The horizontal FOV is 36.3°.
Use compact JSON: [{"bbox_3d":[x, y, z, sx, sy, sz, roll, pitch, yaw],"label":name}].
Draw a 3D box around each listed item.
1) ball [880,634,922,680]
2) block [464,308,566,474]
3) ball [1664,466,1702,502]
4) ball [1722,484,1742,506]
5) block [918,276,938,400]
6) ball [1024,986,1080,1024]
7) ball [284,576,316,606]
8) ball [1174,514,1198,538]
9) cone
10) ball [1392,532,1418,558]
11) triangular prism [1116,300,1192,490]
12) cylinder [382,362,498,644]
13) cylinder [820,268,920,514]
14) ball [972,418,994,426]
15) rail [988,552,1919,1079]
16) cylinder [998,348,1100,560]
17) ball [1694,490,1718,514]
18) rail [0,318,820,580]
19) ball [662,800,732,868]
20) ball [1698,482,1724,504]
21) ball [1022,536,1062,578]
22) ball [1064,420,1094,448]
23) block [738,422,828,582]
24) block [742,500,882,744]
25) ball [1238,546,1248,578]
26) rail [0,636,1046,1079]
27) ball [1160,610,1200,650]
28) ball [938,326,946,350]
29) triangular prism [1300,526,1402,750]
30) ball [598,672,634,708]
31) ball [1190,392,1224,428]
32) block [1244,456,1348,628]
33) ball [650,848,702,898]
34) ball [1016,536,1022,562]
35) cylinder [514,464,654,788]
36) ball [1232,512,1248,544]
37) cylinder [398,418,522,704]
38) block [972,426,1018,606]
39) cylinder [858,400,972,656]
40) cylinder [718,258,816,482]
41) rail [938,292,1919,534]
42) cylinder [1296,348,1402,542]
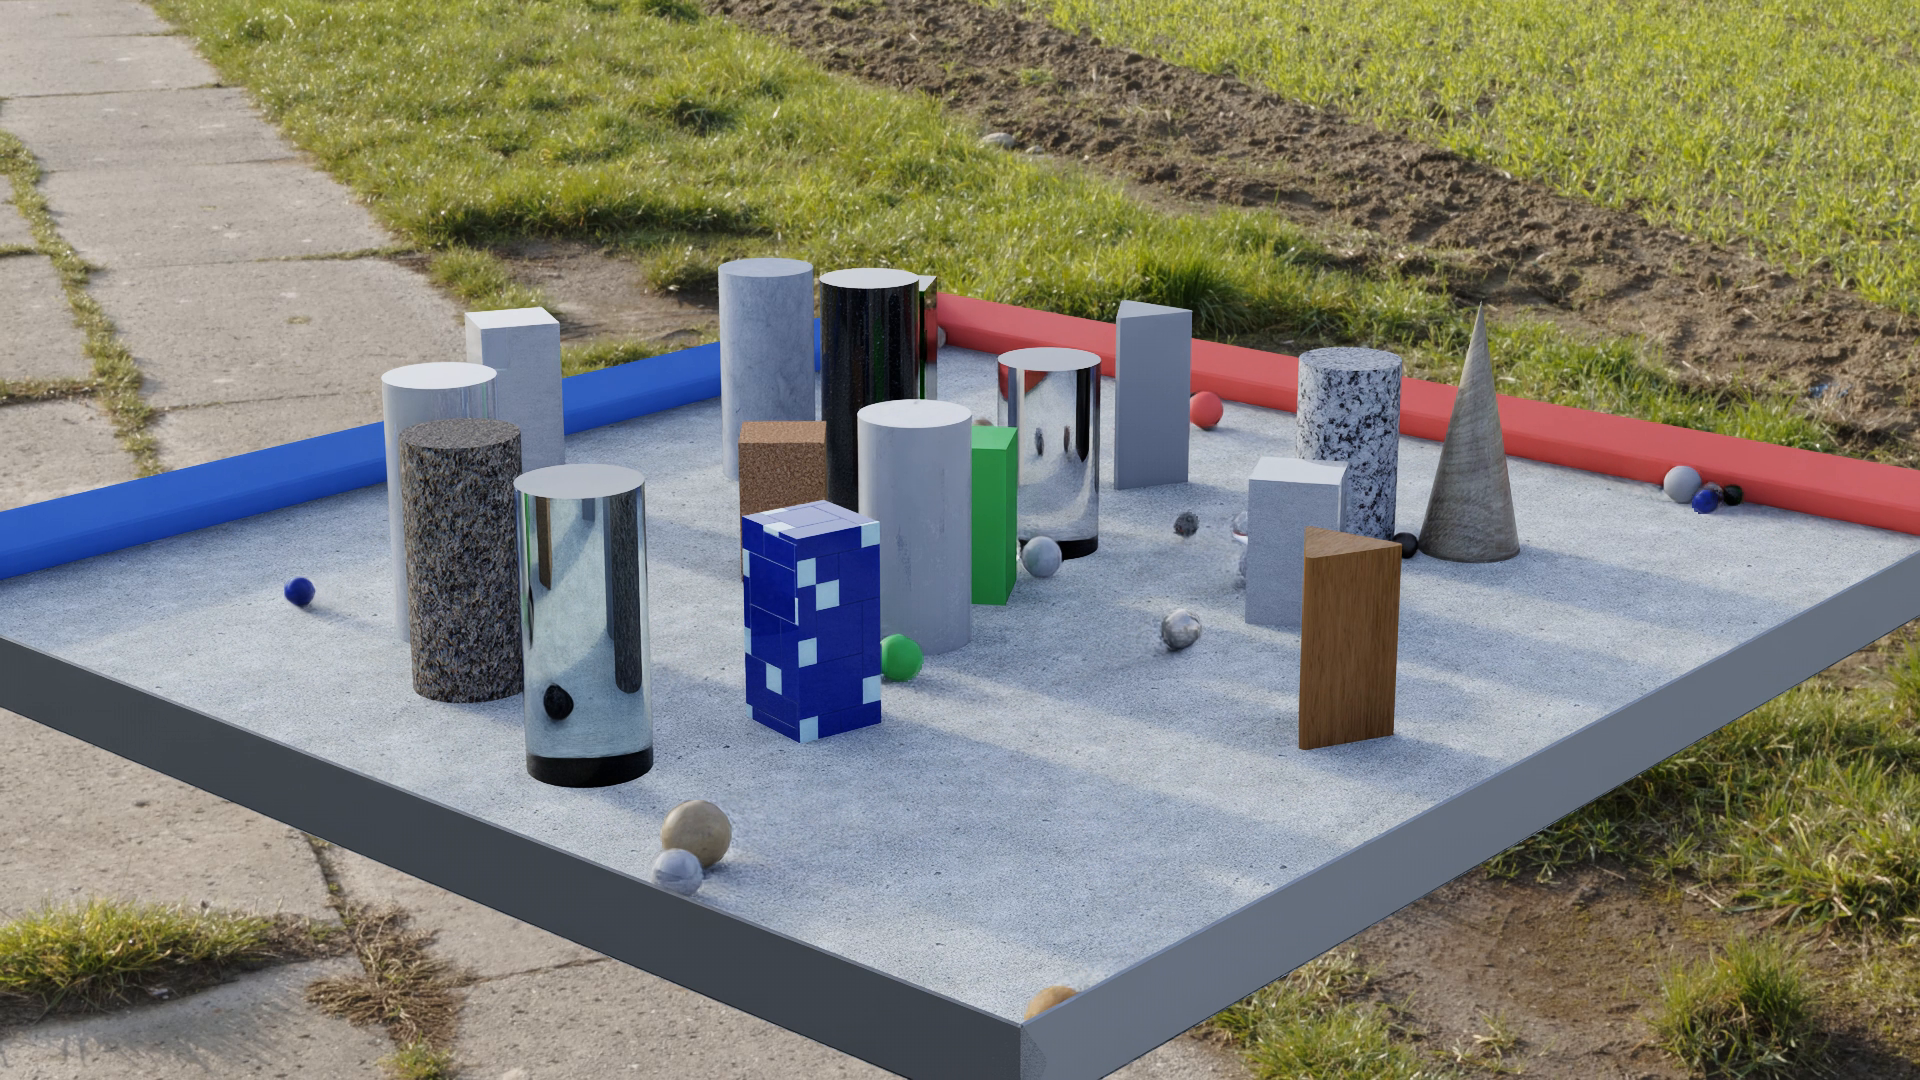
[{"bbox_3d":[-0.099,0.188,4.687,0.074,0.074,0.074,0,17,0],"label":"ball"},{"bbox_3d":[-0.850,-0.245,5.609,0.150,0.368,0.150,-6,18,-20],"label":"block"},{"bbox_3d":[1.397,-0.109,5.671,0.072,0.072,0.072,0,17,0],"label":"ball"},{"bbox_3d":[1.488,-0.087,5.652,0.041,0.041,0.041,0,17,0],"label":"ball"},{"bbox_3d":[-0.133,-0.349,5.971,0.150,0.358,0.150,3,17,9],"label":"block"},{"bbox_3d":[0.115,0.563,3.434,0.081,0.081,0.081,0,17,0],"label":"ball"},{"bbox_3d":[-1.137,0.089,5.052,0.051,0.051,0.051,0,17,0],"label":"ball"},{"bbox_3d":[0.420,-0.026,5.445,0.044,0.044,0.044,0,17,0],"label":"ball"},{"bbox_3d":[0.934,-0.208,5.317,0.187,0.466,0.187,0,17,0],"label":"cone"},{"bbox_3d":[0.806,0.009,5.321,0.049,0.049,0.049,0,17,0],"label":"ball"},{"bbox_3d":[0.352,-0.292,5.803,0.162,0.345,0.140,-7,18,-22],"label":"triangular prism"},{"bbox_3d":[-0.854,-0.060,4.872,0.187,0.440,0.187,0,17,0],"label":"cylinder"},{"bbox_3d":[-0.170,-0.274,5.558,0.187,0.453,0.187,0,17,0],"label":"cylinder"},{"bbox_3d":[0.046,-0.224,6.081,0.056,0.056,0.056,0,17,0],"label":"ball"},{"bbox_3d":[0.986,0.278,4.302,0.045,0.121,2.857,14,22,39],"label":"rail"},{"bbox_3d":[0.161,-0.158,5.349,0.187,0.353,0.187,0,17,0],"label":"cylinder"},{"bbox_3d":[1.425,-0.074,5.599,0.047,0.047,0.047,0,17,0],"label":"ball"},{"bbox_3d":[-0.986,-0.217,5.940,0.045,0.121,2.857,14,22,39],"label":"rail"},{"bbox_3d":[-0.355,0.397,3.959,0.094,0.094,0.094,0,17,0],"label":"ball"},{"bbox_3d":[1.445,-0.088,5.643,0.047,0.047,0.047,0,17,0],"label":"ball"},{"bbox_3d":[0.145,0.030,5.212,0.073,0.073,0.073,0,17,0],"label":"ball"},{"bbox_3d":[0.246,-0.219,6.057,0.060,0.060,0.060,0,17,0],"label":"ball"},{"bbox_3d":[-0.313,-0.070,5.226,0.150,0.254,0.150,0,17,-1],"label":"block"},{"bbox_3d":[-0.226,0.123,4.473,0.150,0.322,0.150,-12,21,-35],"label":"block"},{"bbox_3d":[0.528,0.041,5.172,0.073,0.073,0.073,0,17,0],"label":"ball"},{"bbox_3d":[-0.921,0.338,4.105,2.658,0.121,0.045,14,22,39],"label":"rail"},{"bbox_3d":[0.363,0.147,4.834,0.066,0.066,0.066,0,17,0],"label":"ball"},{"bbox_3d":[-0.068,-0.476,6.892,0.068,0.068,0.068,0,17,0],"label":"ball"},{"bbox_3d":[0.558,0.142,4.445,0.162,0.301,0.140,-7,18,-23],"label":"triangular prism"},{"bbox_3d":[-0.536,0.233,4.568,0.055,0.055,0.055,0,17,0],"label":"ball"},{"bbox_3d":[0.520,-0.276,6.213,0.077,0.077,0.077,0,17,0],"label":"ball"},{"bbox_3d":[0.573,0.004,4.984,0.150,0.254,0.150,4,17,13],"label":"block"},{"bbox_3d":[-0.374,0.440,3.860,0.069,0.069,0.069,0,17,0],"label":"ball"},{"bbox_3d":[0.070,0.017,5.241,0.080,0.080,0.080,0,17,0],"label":"ball"},{"bbox_3d":[-0.547,0.124,4.273,0.187,0.436,0.187,0,17,0],"label":"cylinder"},{"bbox_3d":[0.532,-0.022,5.401,0.062,0.062,0.062,0,17,0],"label":"ball"},{"bbox_3d":[-0.778,0.031,4.619,0.187,0.413,0.187,0,17,0],"label":"cylinder"},{"bbox_3d":[0.015,-0.045,5.101,0.150,0.279,0.150,2,17,8],"label":"block"},{"bbox_3d":[-0.074,-0.022,4.840,0.187,0.386,0.187,0,17,0],"label":"cylinder"},{"bbox_3d":[-0.382,-0.336,5.826,0.187,0.418,0.187,0,17,0],"label":"cylinder"},{"bbox_3d":[0.921,-0.277,6.136,2.658,0.121,0.045,14,22,39],"label":"rail"},{"bbox_3d":[0.711,-0.166,5.389,0.187,0.344,0.187,0,17,0],"label":"cylinder"}]
